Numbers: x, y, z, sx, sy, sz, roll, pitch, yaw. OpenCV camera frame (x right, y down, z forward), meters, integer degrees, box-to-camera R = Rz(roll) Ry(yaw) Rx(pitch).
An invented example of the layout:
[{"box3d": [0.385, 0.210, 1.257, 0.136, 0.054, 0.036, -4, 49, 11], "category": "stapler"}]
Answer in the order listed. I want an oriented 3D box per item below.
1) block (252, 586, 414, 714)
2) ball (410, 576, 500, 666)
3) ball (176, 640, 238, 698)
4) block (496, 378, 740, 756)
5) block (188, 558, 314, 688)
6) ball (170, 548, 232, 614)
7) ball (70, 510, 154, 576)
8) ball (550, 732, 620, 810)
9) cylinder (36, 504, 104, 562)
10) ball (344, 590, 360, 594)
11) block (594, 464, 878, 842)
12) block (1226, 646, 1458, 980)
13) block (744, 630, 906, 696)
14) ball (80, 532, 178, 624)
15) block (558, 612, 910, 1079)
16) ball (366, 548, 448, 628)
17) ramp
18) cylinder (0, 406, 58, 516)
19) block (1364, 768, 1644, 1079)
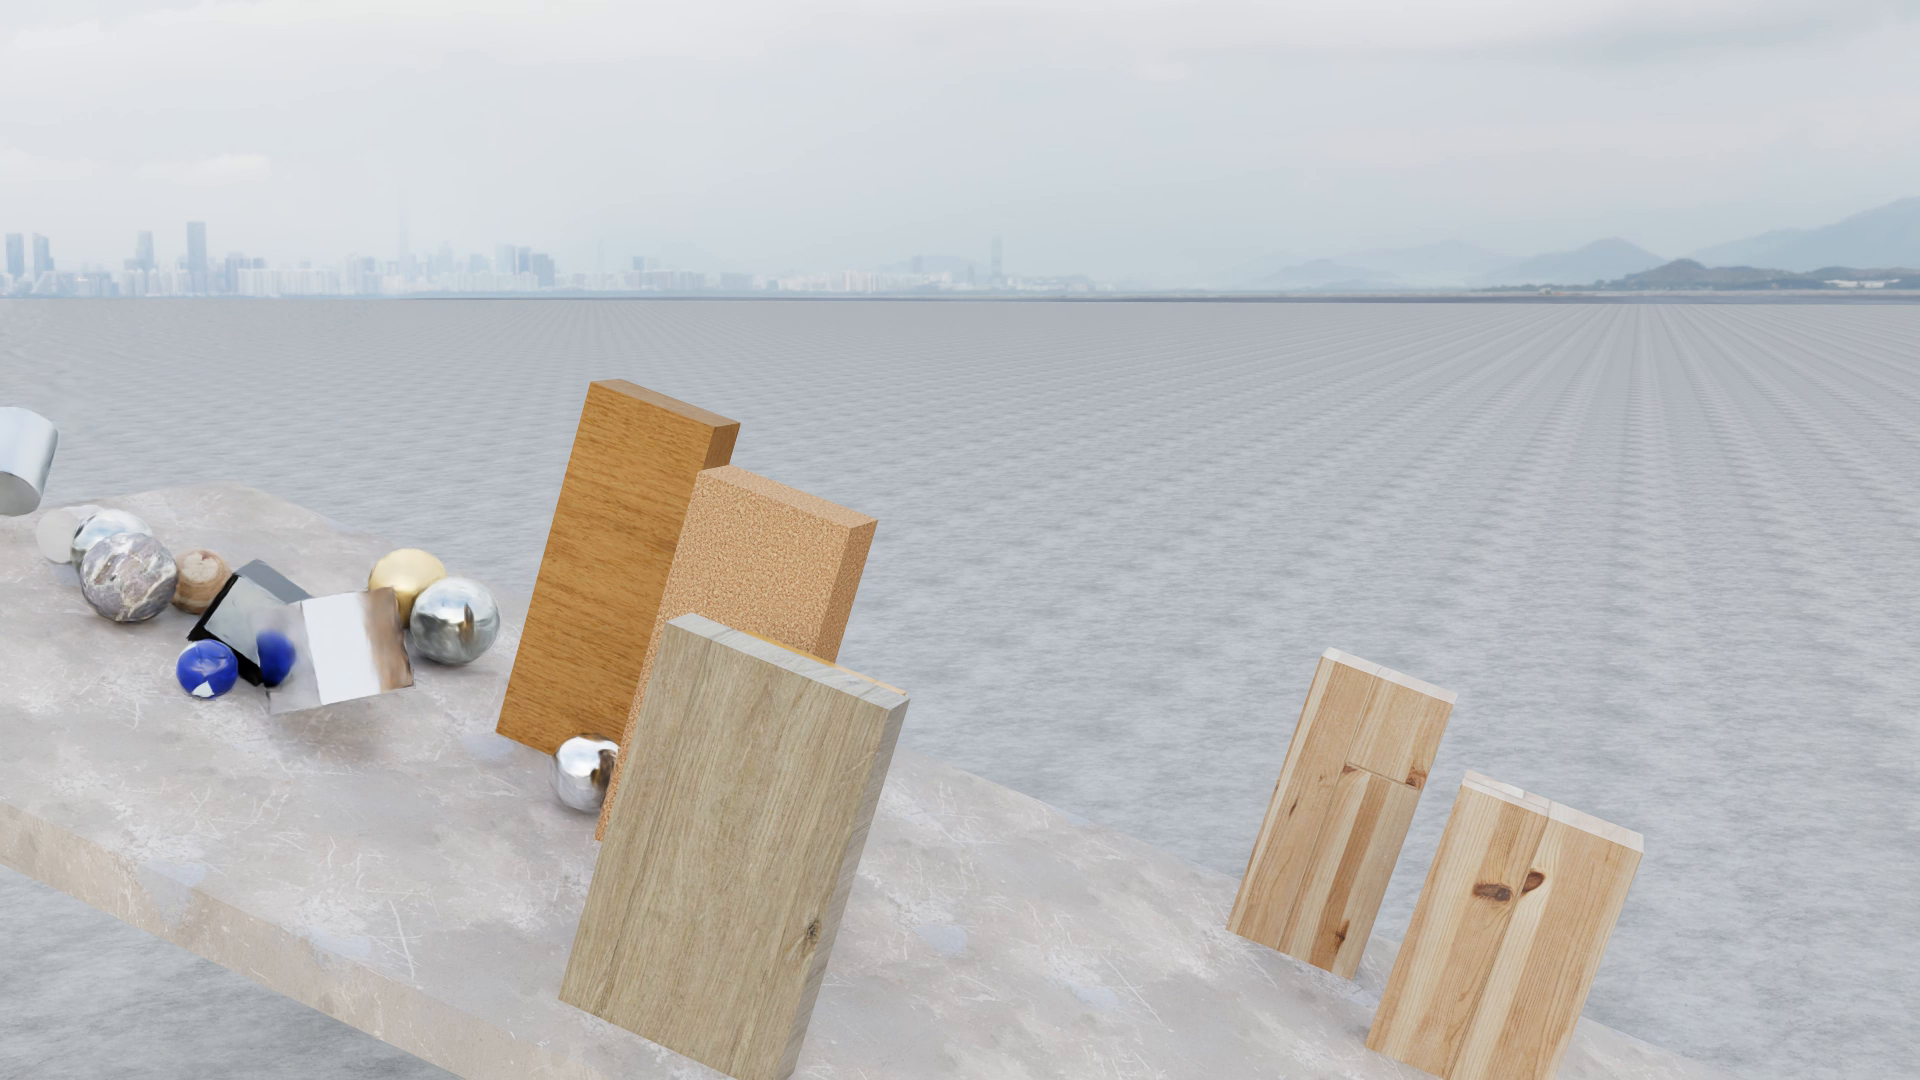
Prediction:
[{"box3d": [-1.184, 0.208, 4.148, 0.194, 0.194, 0.194, -12, -1, 44], "category": "block"}, {"box3d": [-1.095, 0.176, 4.765, 0.191, 0.191, 0.191, 0, 7, 0], "category": "ball"}, {"box3d": [-1.426, 0.244, 4.165, 0.113, 0.113, 0.113, 0, 7, 0], "category": "ball"}, {"box3d": [-0.690, 0.079, 4.418, 0.275, 0.750, 0.133, 20, 12, 14], "category": "block"}, {"box3d": [-1.386, 0.161, 4.336, 0.163, 0.163, 0.163, 36, 6, -7], "category": "block"}, {"box3d": [-1.590, 0.086, 4.591, 0.141, 0.141, 0.141, 0, 7, 0], "category": "ball"}, {"box3d": [-1.760, 0.021, 4.574, 0.169, 0.169, 0.169, 0, 7, 0], "category": "ball"}, {"box3d": [-0.700, 0.437, 4.149, 0.147, 0.147, 0.147, 0, 7, 0], "category": "ball"}, {"box3d": [-1.879, -0.014, 4.678, 0.114, 0.114, 0.114, 1, 5, 12], "category": "cylinder"}, {"box3d": [-1.251, 0.184, 4.579, 0.160, 0.160, 0.160, 0, 7, 0], "category": "ball"}, {"box3d": [-0.414, 0.259, 4.043, 0.305, 0.726, 0.147, 20, 12, 14], "category": "block"}, {"box3d": [0.796, 0.571, 4.600, 0.282, 0.625, 0.119, 20, 12, 14], "category": "block"}, {"box3d": [-0.324, 0.454, 3.804, 0.306, 0.511, 0.124, 20, 12, 14], "category": "block"}, {"box3d": [-1.668, 0.076, 4.415, 0.185, 0.185, 0.185, 0, 7, 0], "category": "ball"}, {"box3d": [-0.350, 0.476, 3.361, 0.373, 0.634, 0.095, 20, 12, 14], "category": "block"}, {"box3d": [-1.224, 0.108, 4.880, 0.179, 0.179, 0.179, 0, 7, 0], "category": "ball"}, {"box3d": [-0.358, 0.679, 4.227, 4.000, 0.100, 2.000, 20, 12, 14], "category": "ramp"}, {"box3d": [-2.022, -0.167, 4.671, 0.167, 0.167, 0.167, -1, -35, 0], "category": "cylinder"}, {"box3d": [1.039, 0.769, 4.212, 0.348, 0.554, 0.139, 20, 12, 14], "category": "block"}]
